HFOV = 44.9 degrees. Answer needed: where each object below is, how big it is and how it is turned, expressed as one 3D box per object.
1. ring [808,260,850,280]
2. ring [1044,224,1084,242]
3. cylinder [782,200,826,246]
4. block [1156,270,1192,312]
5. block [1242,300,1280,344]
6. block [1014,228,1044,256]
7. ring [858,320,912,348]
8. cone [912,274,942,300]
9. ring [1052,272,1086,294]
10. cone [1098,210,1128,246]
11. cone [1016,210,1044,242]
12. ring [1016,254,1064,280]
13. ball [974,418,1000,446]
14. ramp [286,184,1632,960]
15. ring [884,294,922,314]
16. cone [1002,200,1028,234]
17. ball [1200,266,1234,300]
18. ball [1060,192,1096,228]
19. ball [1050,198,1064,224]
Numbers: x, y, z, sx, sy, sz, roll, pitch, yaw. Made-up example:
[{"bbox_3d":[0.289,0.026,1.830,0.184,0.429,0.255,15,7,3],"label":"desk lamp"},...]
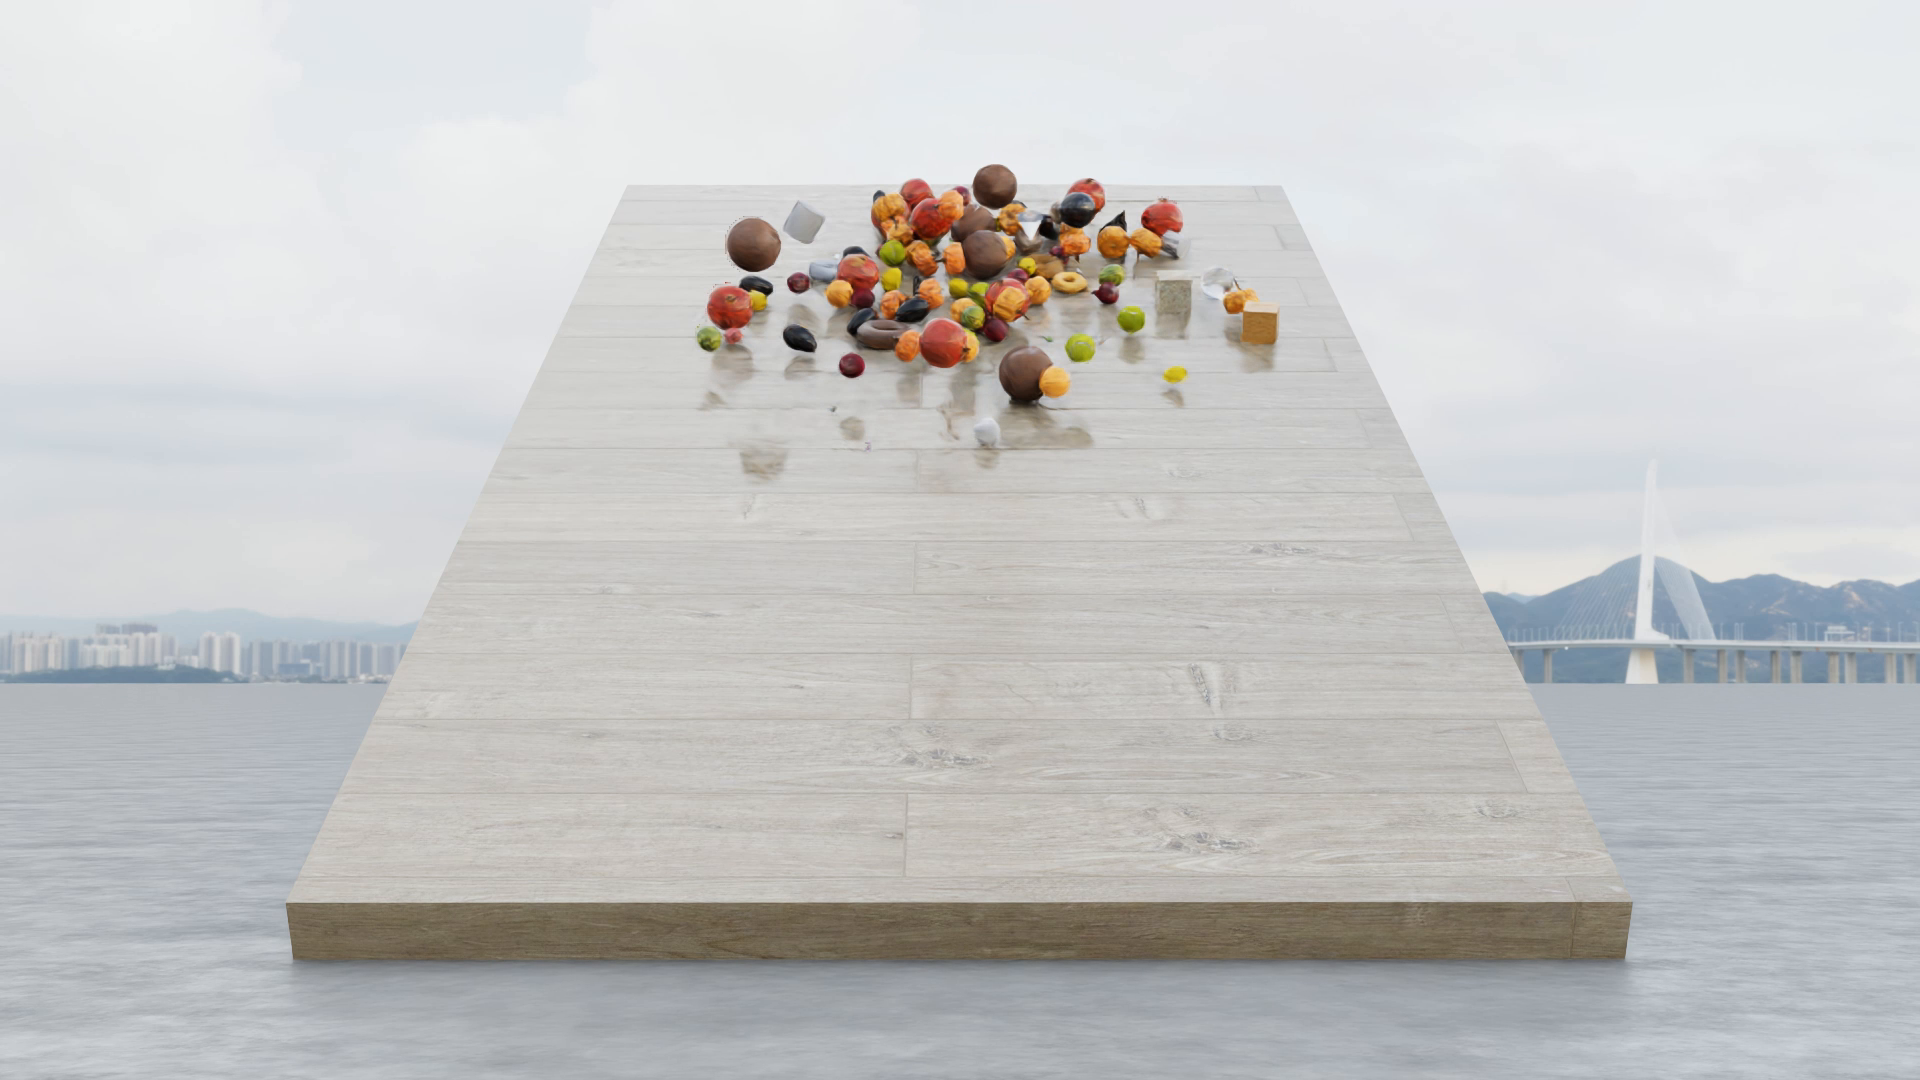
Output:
[{"bbox_3d":[-0.352,-0.725,6.250,0.111,0.037,0.111,1,23,0],"label":"ring"},{"bbox_3d":[0.293,-0.869,6.567,0.115,0.038,0.115,3,17,-1],"label":"ring"},{"bbox_3d":[-0.415,-0.846,6.192,0.087,0.087,0.087,30,15,-9],"label":"cylinder"},{"bbox_3d":[0.552,-0.645,6.015,0.084,0.084,0.084,0,24,-1],"label":"block"},{"bbox_3d":[0.747,-0.540,5.783,0.082,0.082,0.082,5,24,11],"label":"block"},{"bbox_3d":[0.189,-0.829,6.436,0.054,0.054,0.054,-22,-15,-20],"label":"block"},{"bbox_3d":[-0.186,-0.509,5.753,0.137,0.046,0.137,3,23,-1],"label":"ring"},{"bbox_3d":[-0.081,-0.652,6.045,0.076,0.076,0.076,2,-4,-8],"label":"cone"},{"bbox_3d":[0.289,-0.681,6.151,0.092,0.031,0.092,3,33,-2],"label":"ring"},{"bbox_3d":[0.445,-0.886,6.513,0.090,0.090,0.090,17,31,-11],"label":"cone"},{"bbox_3d":[0.186,-0.819,6.127,0.072,0.072,0.072,-2,34,1],"label":"cone"},{"bbox_3d":[0.217,-0.737,6.270,0.130,0.043,0.130,1,24,0],"label":"ring"},{"bbox_3d":[0.060,-0.239,5.127,0.060,0.060,0.060,0,-3,0],"label":"ball"},{"bbox_3d":[-0.008,-0.228,5.300,2.000,0.100,4.000,0,24,0],"label":"ramp"},{"bbox_3d":[-0.148,-0.606,5.988,0.098,0.033,0.098,1,24,-1],"label":"ring"},{"bbox_3d":[0.182,-0.899,6.512,0.091,0.091,0.091,3,11,-37],"label":"cone"},{"bbox_3d":[0.671,-0.672,6.074,0.086,0.086,0.086,0,-3,0],"label":"ball"},{"bbox_3d":[0.321,-0.900,6.337,0.099,0.099,0.099,0,-3,0],"label":"ball"},{"bbox_3d":[0.296,-0.944,6.696,0.078,0.078,0.078,0,-3,0],"label":"ball"}]
